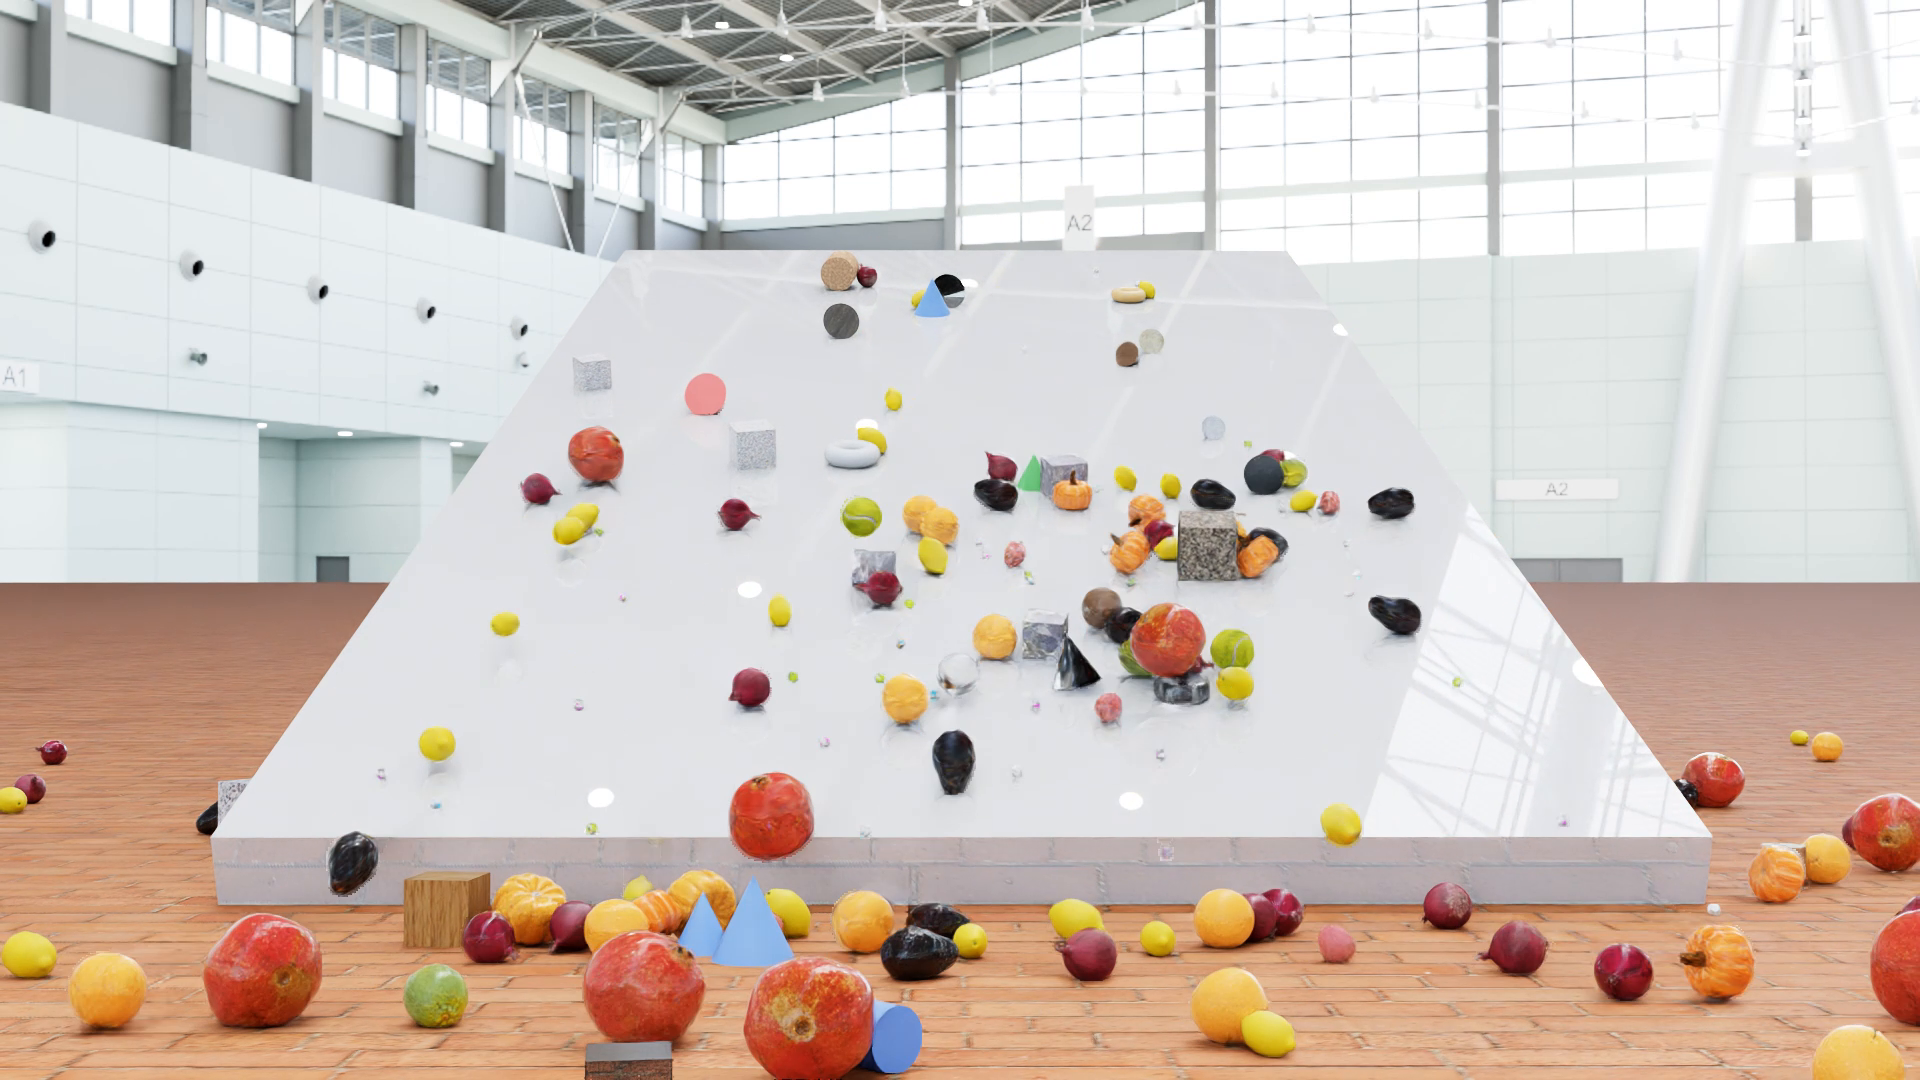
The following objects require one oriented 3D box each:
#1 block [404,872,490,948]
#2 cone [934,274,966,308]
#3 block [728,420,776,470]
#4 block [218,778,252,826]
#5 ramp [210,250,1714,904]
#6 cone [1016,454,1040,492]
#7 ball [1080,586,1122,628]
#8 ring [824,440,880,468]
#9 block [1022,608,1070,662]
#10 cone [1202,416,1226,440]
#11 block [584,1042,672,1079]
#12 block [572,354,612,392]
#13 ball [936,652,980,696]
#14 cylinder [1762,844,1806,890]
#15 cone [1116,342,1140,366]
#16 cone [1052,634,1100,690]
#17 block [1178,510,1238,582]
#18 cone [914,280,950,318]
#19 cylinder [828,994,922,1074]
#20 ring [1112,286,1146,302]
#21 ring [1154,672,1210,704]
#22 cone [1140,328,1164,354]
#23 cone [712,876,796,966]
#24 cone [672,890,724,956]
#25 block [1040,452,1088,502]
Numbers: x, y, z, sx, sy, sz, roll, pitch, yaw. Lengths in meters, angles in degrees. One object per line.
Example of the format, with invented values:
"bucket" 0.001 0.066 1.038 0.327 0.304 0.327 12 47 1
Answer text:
"block" -0.619 0.446 2.712 0.080 0.080 0.080 0 -1 7
"cone" -0.046 -0.660 6.073 0.095 0.095 0.095 0 -9 -18
"block" -0.428 -0.196 4.625 0.081 0.081 0.081 -6 19 -17
"block" -1.190 0.456 3.810 0.094 0.094 0.094 -1 -1 37
"ramp" -0.004 -0.192 4.900 2.000 0.100 4.000 0 19 0
"cone" 0.148 -0.140 4.477 0.070 0.070 0.070 0 19 0
"ball" 0.235 0.112 3.714 0.070 0.070 0.070 0 -1 0
"ring" -0.223 -0.178 4.640 0.116 0.039 0.116 1 18 0
"block" 0.138 0.153 3.610 0.065 0.065 0.065 4 19 11
"cone" 0.538 -0.237 4.839 0.054 0.054 0.054 0 -9 -12
"block" -0.261 0.437 1.772 0.067 0.067 0.067 0 -1 -8
"block" -0.856 -0.390 5.223 0.069 0.069 0.069 -10 21 -27
"ball" -0.003 0.205 3.419 0.067 0.067 0.067 0 -1 0
"cylinder" 1.170 0.463 3.184 0.059 0.059 0.059 0 -1 0
"cone" 0.420 -0.443 5.447 0.064 0.064 0.064 -1 -12 34
"cone" 0.173 0.183 3.473 0.078 0.078 0.078 -11 10 2
"block" 0.438 0.010 3.984 0.099 0.099 0.099 1 19 3
"cone" -0.073 -0.648 5.950 0.096 0.096 0.096 0 19 0
"cylinder" -0.076 0.444 2.016 0.060 0.060 0.060 1 3 -45
"ring" 0.459 -0.668 6.117 0.095 0.032 0.095 1 18 0
"ring" 0.341 0.227 3.446 0.088 0.029 0.088 -1 20 0
"cone" 0.468 -0.487 5.578 0.064 0.064 0.064 0 -8 -9
"cone" -0.238 0.435 2.588 0.098 0.098 0.098 0 -1 0
"cone" -0.303 0.449 2.643 0.071 0.071 0.071 0 -1 0
"block" 0.205 -0.123 4.420 0.074 0.074 0.074 -5 19 -16
